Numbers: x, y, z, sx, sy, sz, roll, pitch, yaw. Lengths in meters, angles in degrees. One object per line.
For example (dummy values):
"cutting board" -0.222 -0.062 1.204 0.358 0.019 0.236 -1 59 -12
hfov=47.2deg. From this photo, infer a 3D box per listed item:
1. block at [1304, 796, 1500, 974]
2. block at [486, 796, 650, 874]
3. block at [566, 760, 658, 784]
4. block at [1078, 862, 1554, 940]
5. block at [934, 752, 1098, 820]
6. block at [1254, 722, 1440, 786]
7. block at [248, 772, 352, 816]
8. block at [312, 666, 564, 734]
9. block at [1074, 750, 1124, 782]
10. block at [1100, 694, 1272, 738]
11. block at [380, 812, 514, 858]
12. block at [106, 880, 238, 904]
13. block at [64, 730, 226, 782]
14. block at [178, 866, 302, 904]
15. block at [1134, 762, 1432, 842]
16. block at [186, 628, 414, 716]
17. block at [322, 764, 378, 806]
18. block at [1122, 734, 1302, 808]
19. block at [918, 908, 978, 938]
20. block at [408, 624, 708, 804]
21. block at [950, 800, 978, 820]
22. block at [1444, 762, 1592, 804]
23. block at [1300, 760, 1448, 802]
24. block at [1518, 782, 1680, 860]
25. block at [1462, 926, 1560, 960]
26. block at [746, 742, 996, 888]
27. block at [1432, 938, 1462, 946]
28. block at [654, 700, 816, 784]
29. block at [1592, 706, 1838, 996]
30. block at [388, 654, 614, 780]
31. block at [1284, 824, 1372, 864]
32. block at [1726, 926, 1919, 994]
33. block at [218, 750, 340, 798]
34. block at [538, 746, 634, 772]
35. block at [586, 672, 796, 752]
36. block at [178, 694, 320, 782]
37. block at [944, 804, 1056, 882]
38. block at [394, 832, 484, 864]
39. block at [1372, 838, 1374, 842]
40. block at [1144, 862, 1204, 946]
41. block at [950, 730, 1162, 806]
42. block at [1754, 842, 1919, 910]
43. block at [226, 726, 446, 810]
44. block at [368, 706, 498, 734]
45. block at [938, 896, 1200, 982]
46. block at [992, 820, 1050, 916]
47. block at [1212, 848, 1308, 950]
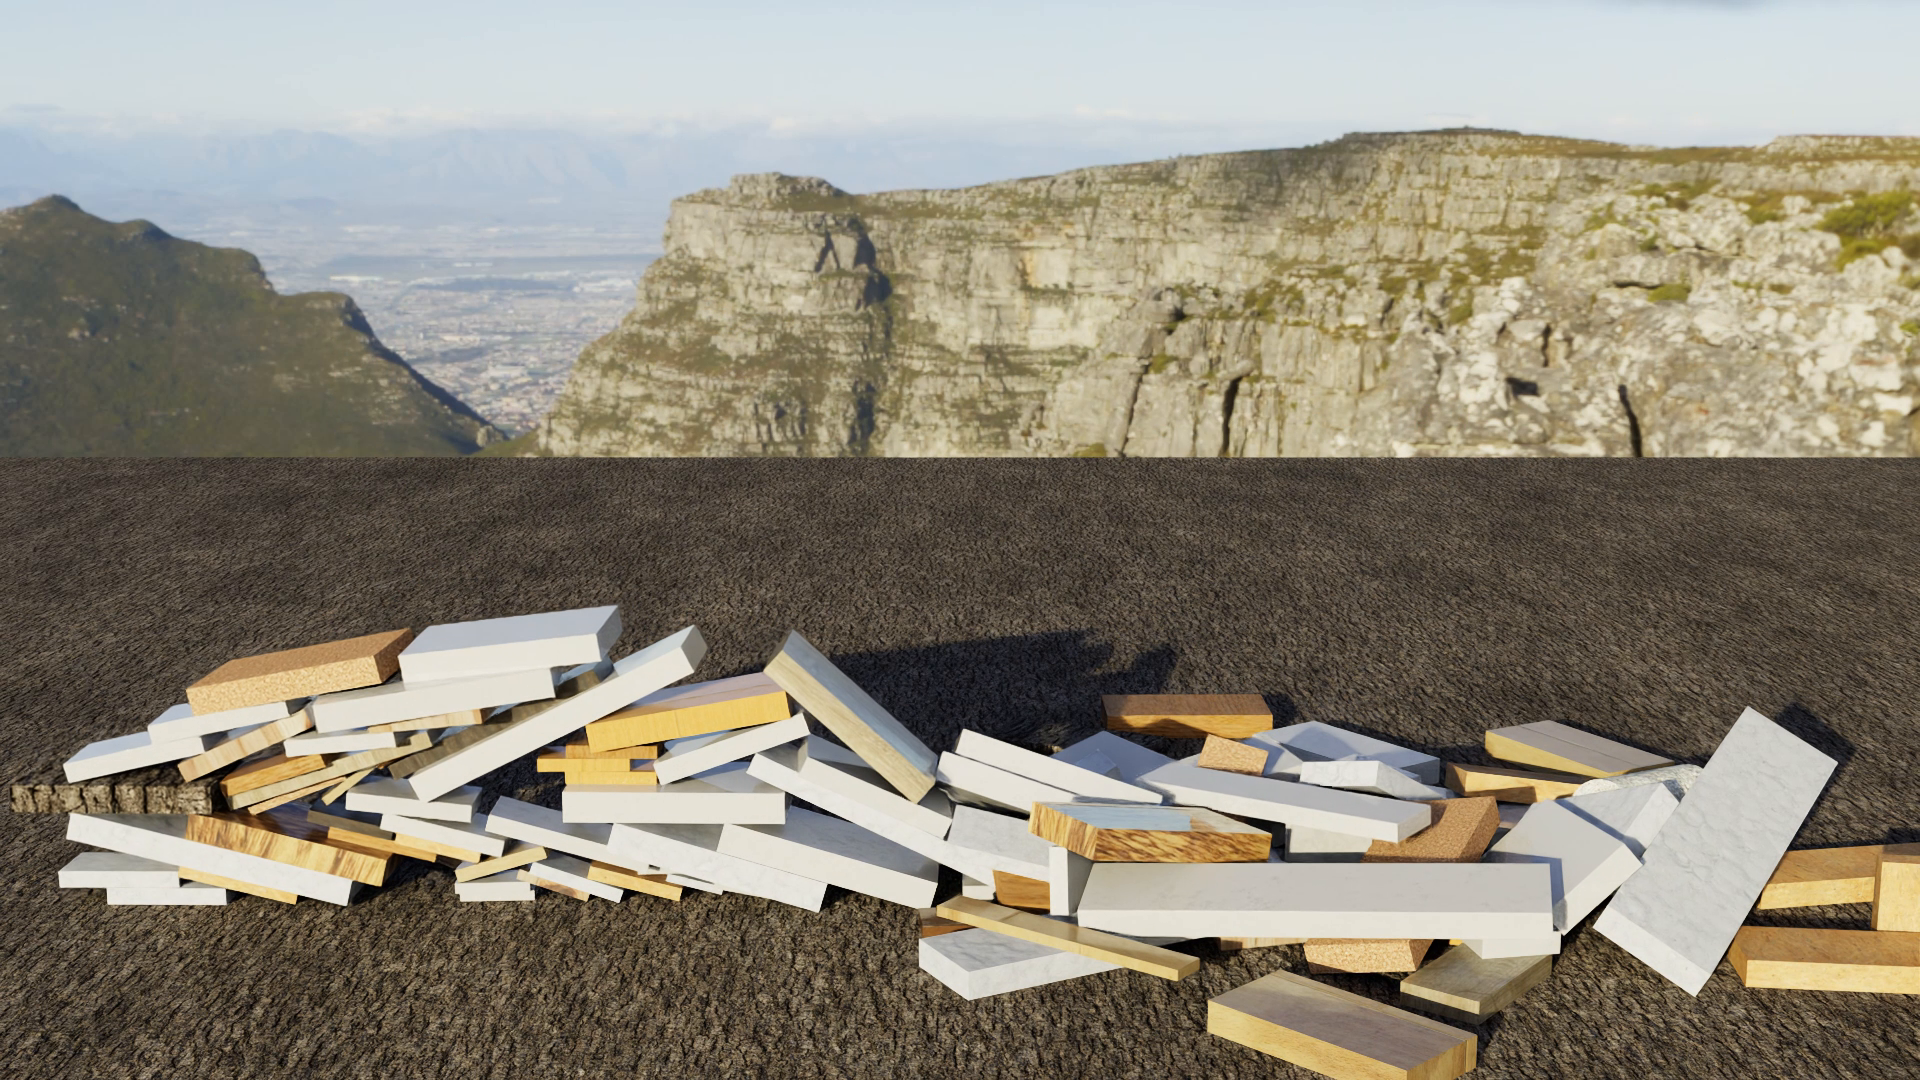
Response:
"block" 0.707 0.539 3.479 0.166 0.047 0.502 -8 15 31
"block" -0.641 0.487 3.642 0.271 0.029 0.101 16 10 -4
"block" -0.569 0.382 3.624 0.149 0.021 0.075 0 11 1
"block" 0.535 0.545 3.332 0.697 0.043 0.153 -2 19 14
"block" 0.123 0.446 3.700 0.350 0.050 0.175 19 -14 -1
"block" 0.765 0.434 4.378 0.172 0.049 0.344 -7 13 -35
"block" -1.089 0.411 3.638 0.172 0.014 0.050 -21 12 5
"block" -0.839 0.236 3.559 0.375 0.046 0.162 -9 14 -3
"block" 0.183 0.464 3.977 0.218 0.031 0.109 -32 16 -7
"block" 0.480 0.375 4.691 0.347 0.049 0.173 0 11 -1
"block" -0.847 0.474 3.649 0.202 0.029 0.101 14 10 -2
"block" -1.303 0.577 3.663 0.196 0.028 0.098 0 11 1
"block" -1.339 0.343 3.619 0.229 0.032 0.114 -12 12 2
"block" -1.185 0.554 3.658 0.196 0.028 0.098 14 10 -2
"block" 0.529 0.433 3.656 0.503 0.031 0.111 5 13 39
"block" -1.072 0.215 3.589 0.325 0.046 0.162 -10 12 9
"block" -1.009 0.398 3.635 0.101 0.014 0.050 -39 10 -10
"block" 0.430 0.445 3.949 0.347 0.049 0.173 -16 17 -13
"block" 0.037 0.609 3.501 0.200 0.024 0.086 -1 11 -5
"block" -0.658 0.284 3.621 0.500 0.046 0.164 -26 9 6
"block" 0.048 0.507 3.736 0.172 0.086 0.024 18 28 0
"block" 1.075 0.460 4.070 0.318 0.045 0.159 7 0 0
"block" 0.742 0.451 3.817 0.153 0.043 0.307 -7 -26 44
"block" 1.010 0.484 3.588 0.159 0.045 0.318 -45 8 -26
"block" 0.819 0.584 3.411 0.124 0.035 0.247 -2 11 -10
"block" -0.119 0.451 3.628 0.481 0.037 0.129 25 10 -4
"block" 0.792 0.593 3.557 0.124 0.035 0.248 4 11 19
"block" -0.367 0.326 3.613 0.258 0.037 0.129 -19 10 5
"block" 1.218 0.478 3.509 0.172 0.049 0.722 35 37 19
"block" -0.756 0.292 3.627 0.390 0.027 0.095 -25 9 10
"block" 0.617 0.515 3.686 0.141 0.141 0.141 2 11 10
"block" 1.323 0.634 3.320 0.294 0.042 0.147 1 11 7
"block" -1.115 0.370 3.618 0.184 0.026 0.092 -17 13 10
"block" -0.615 0.360 3.622 0.149 0.021 0.075 0 11 -2
"block" -0.436 0.277 3.611 0.328 0.046 0.164 -10 10 3
"block" -1.161 0.323 3.620 0.229 0.032 0.114 -24 11 3
"block" 0.086 0.493 3.549 0.209 0.030 0.104 13 31 2
"block" -0.857 0.498 3.642 0.140 0.020 0.070 14 10 -2
"block" 0.735 0.524 3.860 0.079 0.022 0.158 -4 -3 -22
"block" 0.353 0.568 3.484 0.111 0.031 0.221 -15 16 15
"block" 0.156 0.412 3.735 0.350 0.050 0.175 19 -14 -1
"block" 1.996 0.545 3.797 1.428 0.042 0.147 -2 11 -11
"block" -1.029 0.366 3.629 0.359 0.026 0.092 -18 13 6
"block" -0.851 0.276 3.558 0.191 0.027 0.095 -6 14 8
"block" 0.158 0.600 3.330 0.442 0.017 0.060 8 13 37
"block" 0.107 0.530 3.554 0.104 0.030 0.209 5 32 -11
"block" 0.460 0.571 3.579 0.166 0.047 0.332 -4 14 -8
